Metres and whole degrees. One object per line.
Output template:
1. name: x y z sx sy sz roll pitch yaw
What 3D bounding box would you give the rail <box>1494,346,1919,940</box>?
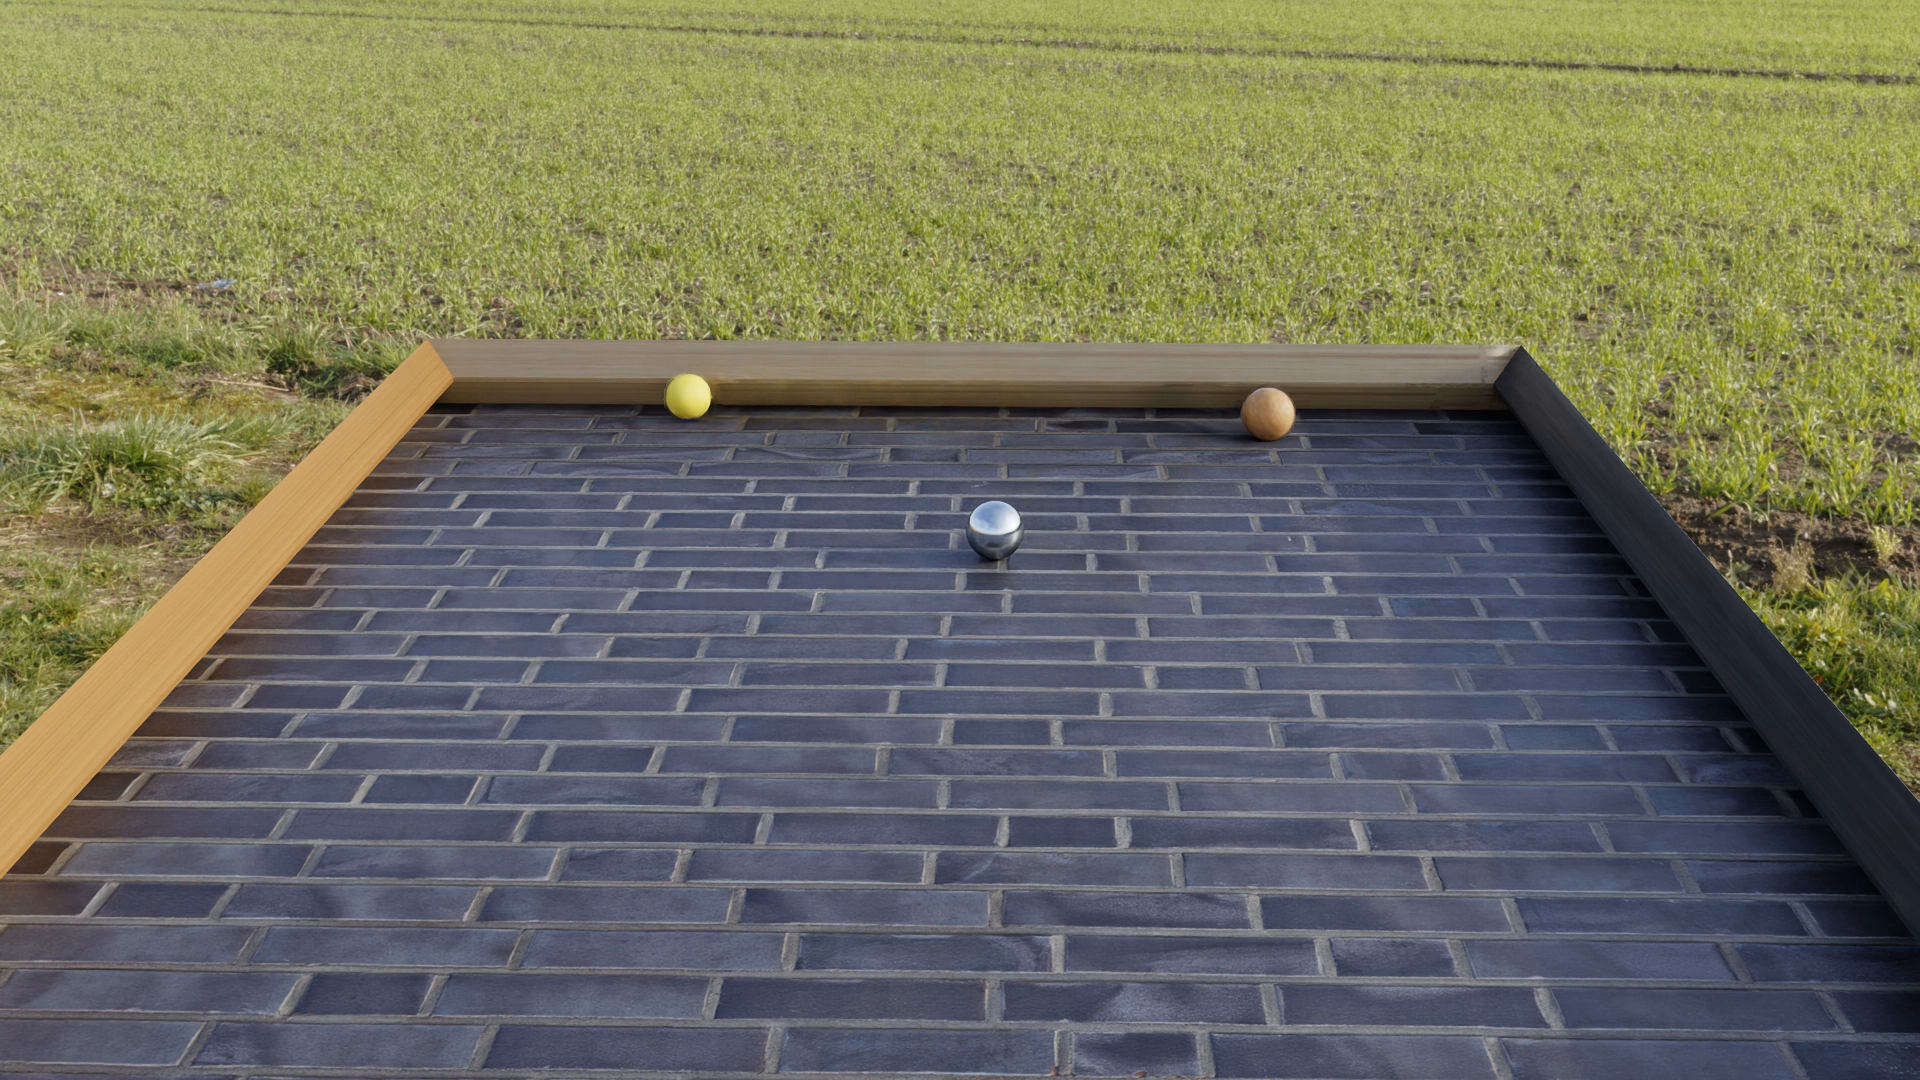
1. rail: 0.720 0.214 1.797 0.045 0.091 2.645 0 19 1

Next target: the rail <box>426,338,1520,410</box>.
1. rail: 0.015 -0.224 3.038 1.519 0.091 0.045 0 19 1

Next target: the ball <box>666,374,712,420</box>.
1. ball: -0.371 -0.195 3.004 0.063 0.063 0.063 0 19 0

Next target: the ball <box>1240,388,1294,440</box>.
1. ball: 0.407 -0.167 2.912 0.070 0.070 0.070 0 19 0

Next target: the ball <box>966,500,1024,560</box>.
1. ball: 0.039 -0.011 2.476 0.066 0.066 0.066 0 19 0

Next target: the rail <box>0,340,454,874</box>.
1. rail: -0.751 0.203 1.830 0.045 0.091 2.645 0 19 1
